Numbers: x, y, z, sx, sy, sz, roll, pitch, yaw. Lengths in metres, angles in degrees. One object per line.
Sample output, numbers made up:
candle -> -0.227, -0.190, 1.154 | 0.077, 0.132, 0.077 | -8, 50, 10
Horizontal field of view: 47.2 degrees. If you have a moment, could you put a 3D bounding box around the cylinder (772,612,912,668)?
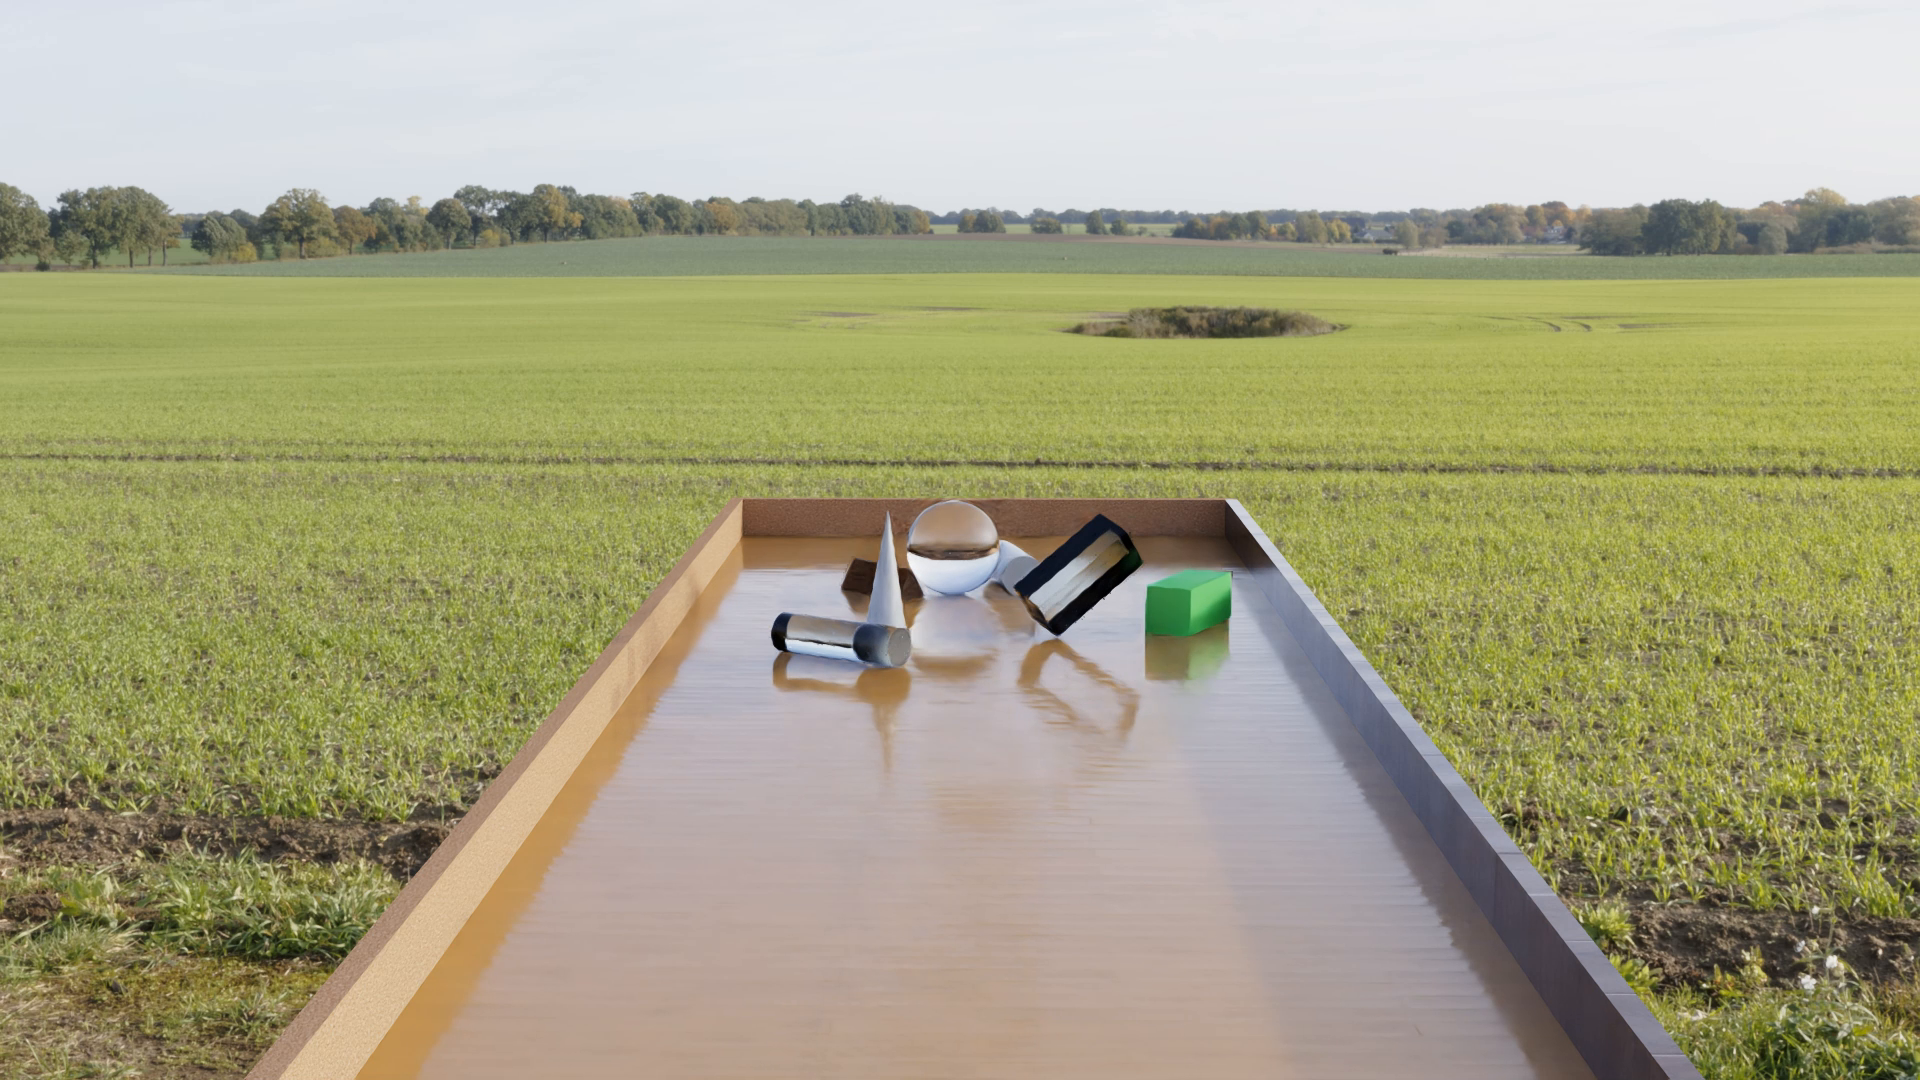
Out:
cylinder -> -0.364, 0.303, 6.706 | 0.440, 0.123, 0.123 | 6, 11, 33

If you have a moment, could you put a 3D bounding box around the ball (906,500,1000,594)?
ball -> -0.024, 0.027, 7.771 | 0.334, 0.334, 0.334 | 0, 9, 0

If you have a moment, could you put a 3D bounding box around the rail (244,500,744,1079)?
rail -> -1.004, 0.839, 3.234 | 0.050, 0.150, 12.000 | 0, 9, 1

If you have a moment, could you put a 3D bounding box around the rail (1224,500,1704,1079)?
rail -> 1.046, 0.843, 3.208 | 0.050, 0.150, 12.000 | 0, 9, 1

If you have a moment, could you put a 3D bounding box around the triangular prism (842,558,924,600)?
triangular prism -> -0.277, 0.135, 7.806 | 0.120, 0.104, 0.324 | -7, 11, -40

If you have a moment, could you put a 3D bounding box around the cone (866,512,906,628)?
cone -> -0.226, 0.121, 6.784 | 0.150, 0.440, 0.150 | 1, 1, 0

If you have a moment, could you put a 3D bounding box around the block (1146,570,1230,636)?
block -> 0.753, 0.204, 7.230 | 0.153, 0.153, 0.361 | 5, 10, 27

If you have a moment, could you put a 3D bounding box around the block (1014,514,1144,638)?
block -> 0.382, 0.113, 7.080 | 0.375, 0.152, 0.152 | -40, 40, -10

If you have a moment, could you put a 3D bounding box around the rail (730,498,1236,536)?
rail -> 0.099, -0.098, 9.147 | 2.100, 0.150, 0.050 | 0, 9, 1

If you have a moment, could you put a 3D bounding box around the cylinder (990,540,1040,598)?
cylinder -> 0.187, 0.102, 7.885 | 0.150, 0.150, 0.355 | -2, 9, -12
